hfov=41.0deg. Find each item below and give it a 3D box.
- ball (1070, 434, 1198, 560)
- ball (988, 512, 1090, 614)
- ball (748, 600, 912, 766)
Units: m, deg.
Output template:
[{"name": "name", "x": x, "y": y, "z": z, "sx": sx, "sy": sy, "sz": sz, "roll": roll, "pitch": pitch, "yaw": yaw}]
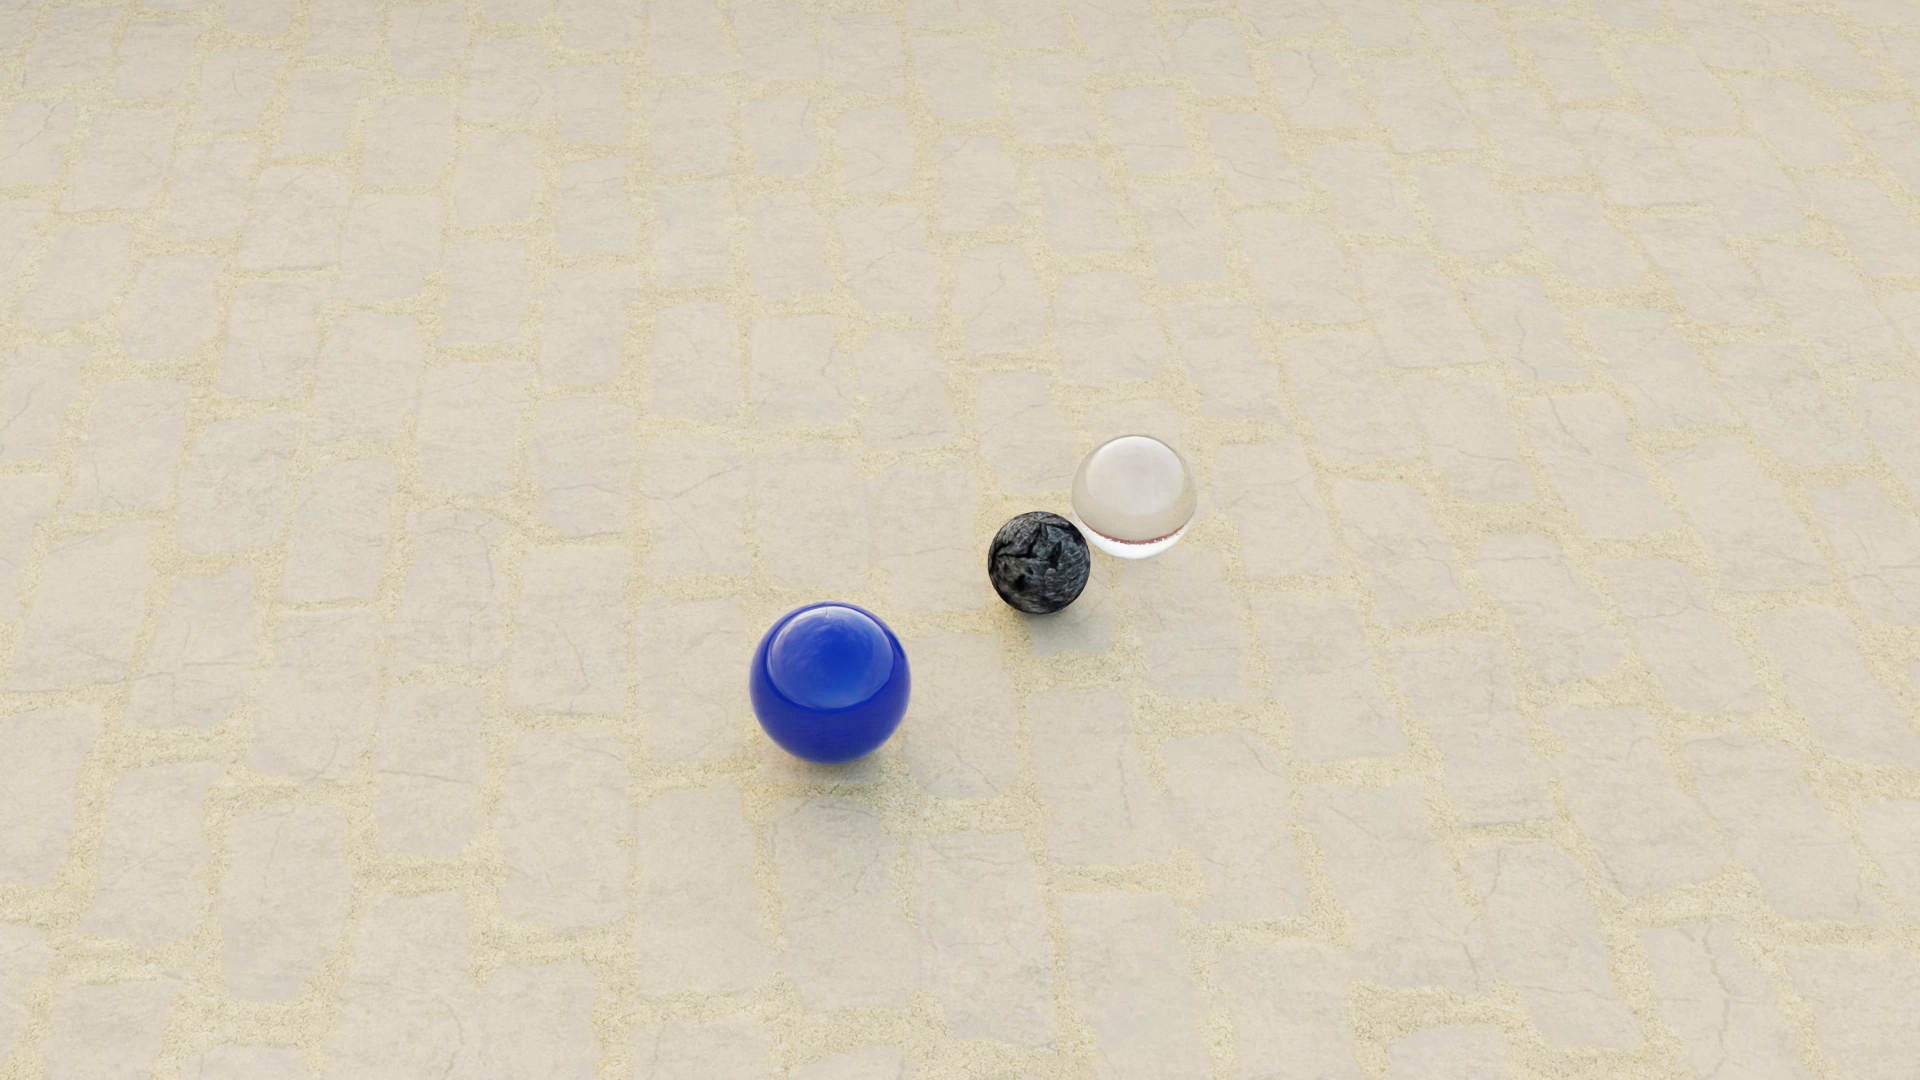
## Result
[{"name": "ball", "x": 0.104, "y": -0.026, "z": 1.534, "sx": 0.076, "sy": 0.076, "sz": 0.076, "roll": 0, "pitch": 37, "yaw": 0}, {"name": "ball", "x": 0.046, "y": 0.013, "z": 1.494, "sx": 0.060, "sy": 0.060, "sz": 0.060, "roll": 0, "pitch": 37, "yaw": 0}, {"name": "ball", "x": -0.070, "y": 0.077, "z": 1.385, "sx": 0.089, "sy": 0.089, "sz": 0.089, "roll": 0, "pitch": 37, "yaw": 0}]
